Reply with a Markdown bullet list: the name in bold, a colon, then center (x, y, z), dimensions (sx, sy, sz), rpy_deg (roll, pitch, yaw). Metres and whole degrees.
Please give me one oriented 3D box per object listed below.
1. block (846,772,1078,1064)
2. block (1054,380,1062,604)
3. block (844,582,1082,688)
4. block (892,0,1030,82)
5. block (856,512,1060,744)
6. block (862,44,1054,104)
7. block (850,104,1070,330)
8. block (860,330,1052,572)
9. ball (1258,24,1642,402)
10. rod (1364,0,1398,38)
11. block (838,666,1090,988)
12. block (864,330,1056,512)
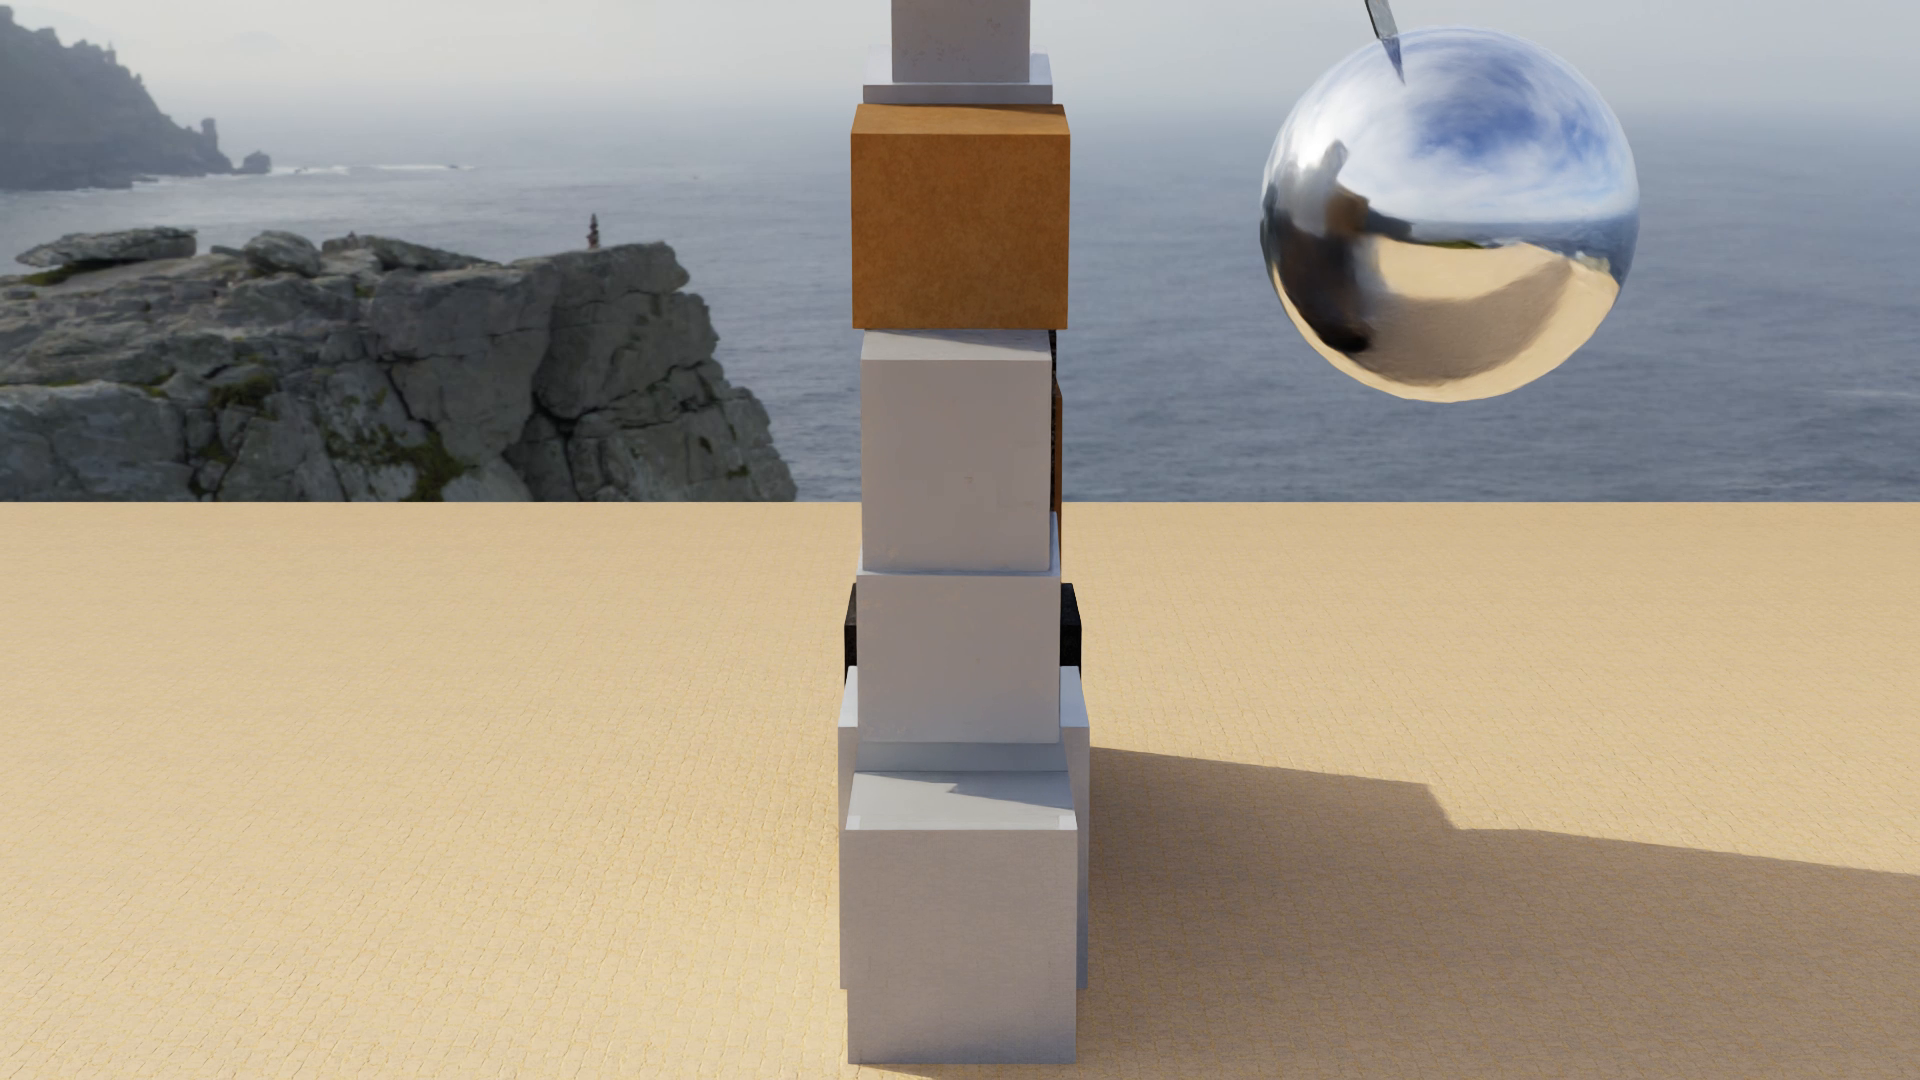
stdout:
- **block**: center (0.006, 1.384, 9.512), dimensions (0.819, 0.873, 0.760), rpy_deg (0, 10, 0)
- **block**: center (0.008, -0.244, 12.335), dimensions (0.927, 0.997, 0.904), rpy_deg (0, 10, 0)
- **block**: center (0.014, 0.808, 12.231), dimensions (1.080, 1.034, 0.988), rpy_deg (0, 10, 0)
- **block**: center (0.002, -2.182, 10.342), dimensions (0.546, 0.551, 0.593), rpy_deg (0, 22, 0)
- **block**: center (0.000, 0.322, 9.910), dimensions (0.753, 0.662, 0.785), rpy_deg (0, 18, 1)
- **block**: center (-0.008, -1.557, 10.661), dimensions (0.752, 0.846, 0.797), rpy_deg (0, 22, 0)
- **block**: center (0.001, -1.261, 9.916), dimensions (0.810, 0.736, 0.753), rpy_deg (0, 18, 0)
- **block**: center (-0.014, -0.384, 9.712), dimensions (0.690, 0.803, 0.748), rpy_deg (0, 18, 0)
- **ball**: center (2.074, -1.386, 10.928), dimensions (1.600, 1.600, 1.600), rpy_deg (0, 10, 0)
- **rod**: center (0.899, -4.525, 10.358), dimensions (0.080, 5.200, 0.080), rpy_deg (-20, 10, 4)
- **block**: center (0.014, 1.137, 10.380), dimensions (0.962, 1.048, 1.019), rpy_deg (0, 10, 0)
- **block**: center (-0.001, -0.577, 10.466), dimensions (0.749, 0.750, 0.766), rpy_deg (0, 20, 0)
